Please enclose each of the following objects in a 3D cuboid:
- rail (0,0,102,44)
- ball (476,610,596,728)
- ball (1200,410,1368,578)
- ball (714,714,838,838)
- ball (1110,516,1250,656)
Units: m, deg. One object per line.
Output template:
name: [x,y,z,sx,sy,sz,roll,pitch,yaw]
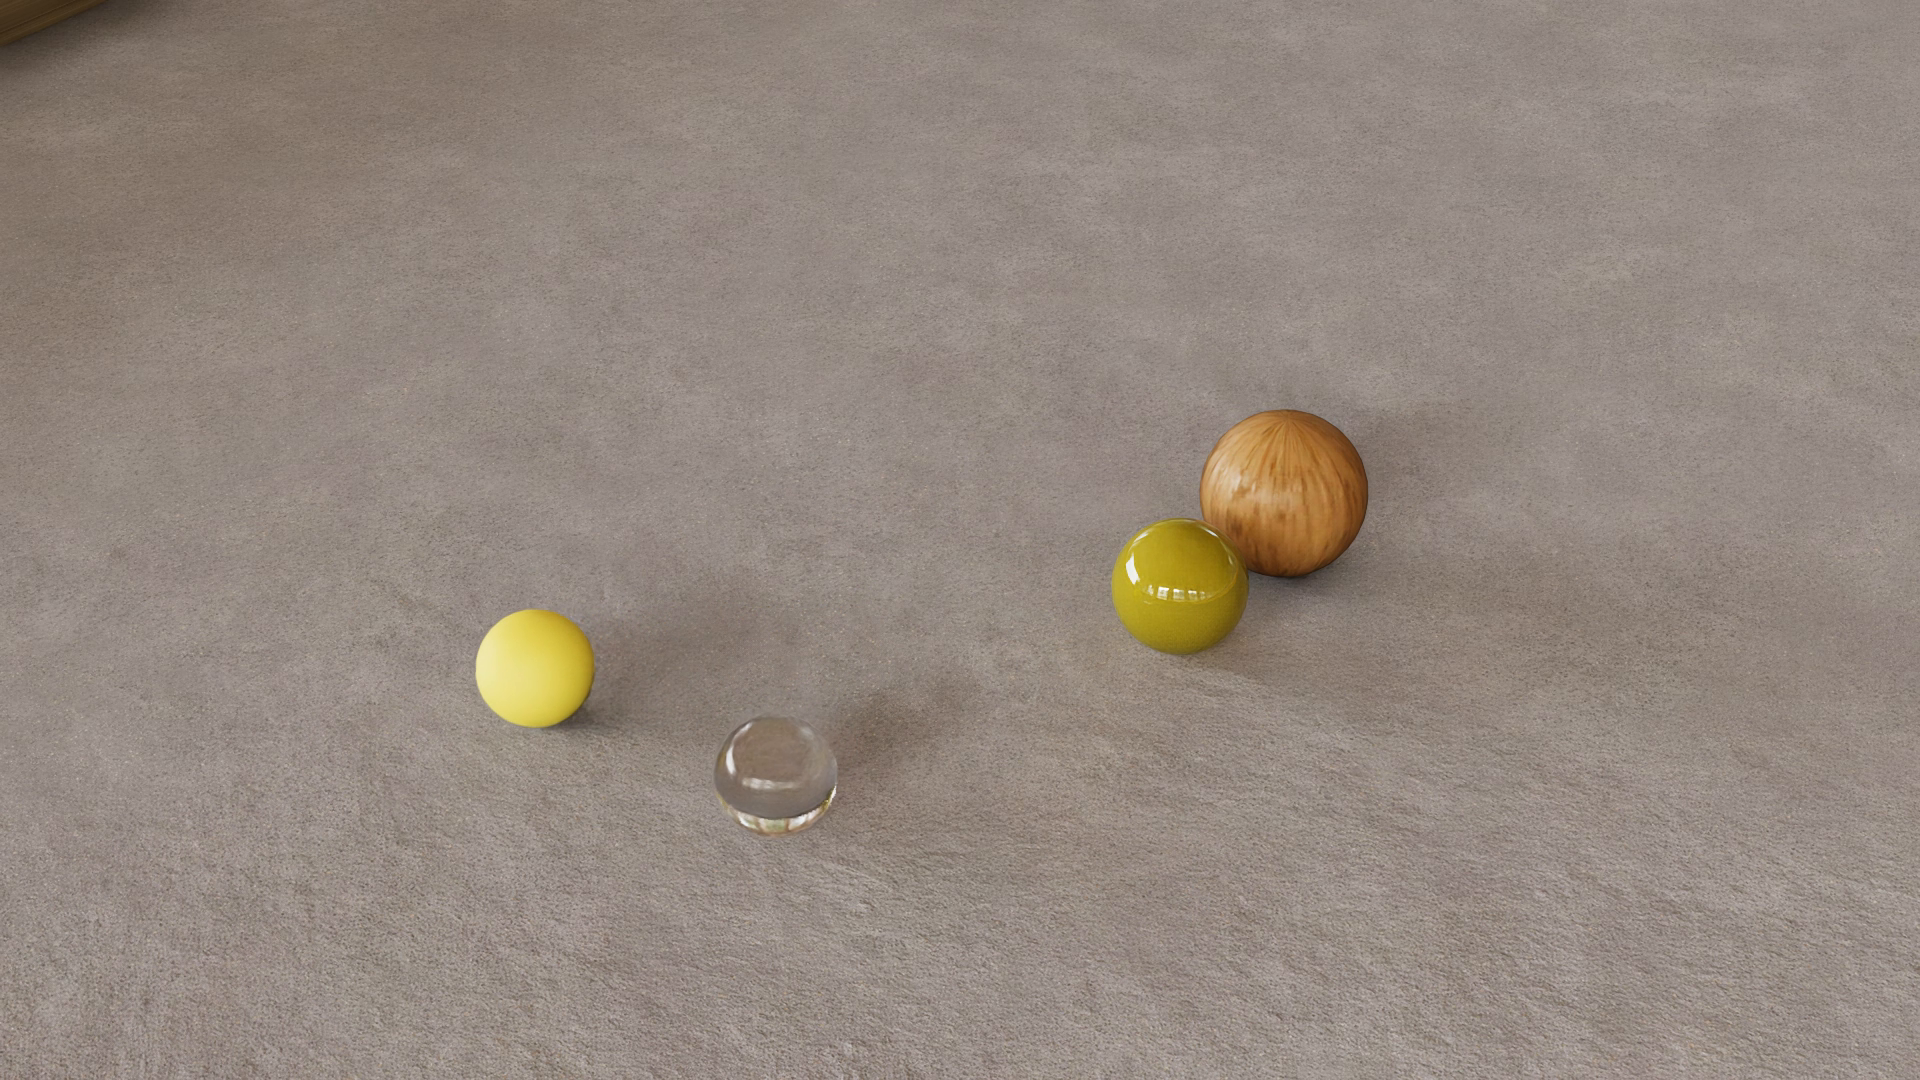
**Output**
rail: [-0.496,-0.720,2.854,0.045,0.122,4.214,14,32,23]
ball: [-0.218,0.066,1.514,0.061,0.061,0.061,0,29,0]
ball: [0.181,-0.026,1.645,0.094,0.094,0.094,0,29,0]
ball: [-0.090,0.114,1.429,0.060,0.060,0.060,0,29,0]
ball: [0.118,0.025,1.576,0.074,0.074,0.074,0,29,0]
